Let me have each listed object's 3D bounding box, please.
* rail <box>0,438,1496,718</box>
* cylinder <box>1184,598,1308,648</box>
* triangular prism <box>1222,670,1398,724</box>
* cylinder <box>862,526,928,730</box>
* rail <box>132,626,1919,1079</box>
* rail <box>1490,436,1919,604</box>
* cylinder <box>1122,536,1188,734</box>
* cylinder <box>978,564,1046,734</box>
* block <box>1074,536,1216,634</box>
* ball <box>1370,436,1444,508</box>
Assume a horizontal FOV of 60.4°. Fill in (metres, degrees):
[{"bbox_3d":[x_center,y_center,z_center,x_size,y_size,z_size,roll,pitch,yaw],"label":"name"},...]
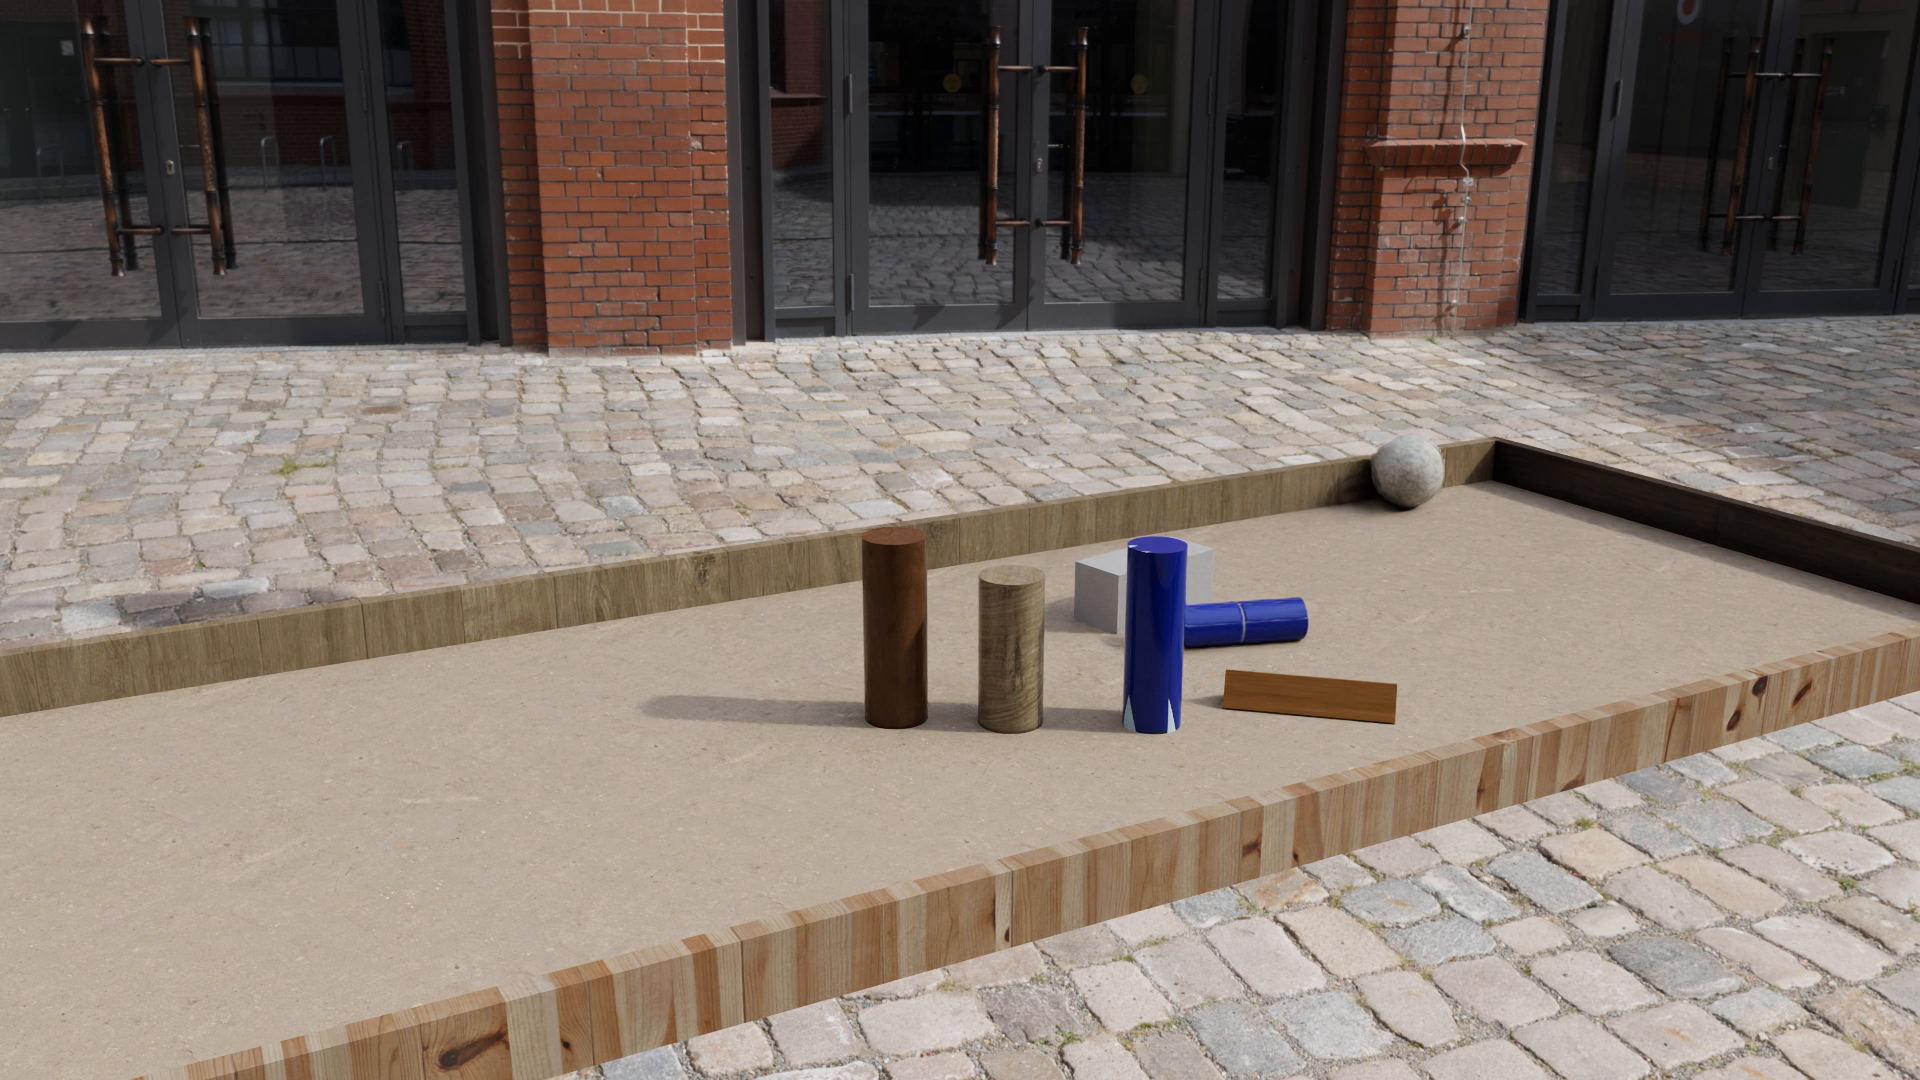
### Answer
[{"bbox_3d":[-3.305,0.497,3.399,12.000,0.150,0.050,-9,18,-27],"label":"rail"},{"bbox_3d":[0.717,0.221,4.403,0.403,0.112,0.112,-3,17,-11],"label":"cylinder"},{"bbox_3d":[0.838,0.366,3.955,0.402,0.083,0.095,4,17,13],"label":"triangular prism"},{"bbox_3d":[-0.151,0.206,3.859,0.151,0.449,0.151,0,16,0],"label":"cylinder"},{"bbox_3d":[-2.336,1.006,1.665,12.000,0.150,0.050,-9,18,-27],"label":"rail"},{"bbox_3d":[2.466,-0.048,5.253,0.050,0.150,2.100,-9,18,-27],"label":"rail"},{"bbox_3d":[0.451,0.221,3.826,0.137,0.438,0.137,0,16,0],"label":"cylinder"},{"bbox_3d":[0.119,0.254,3.846,0.154,0.363,0.154,0,16,0],"label":"cylinder"},{"bbox_3d":[0.520,0.123,4.637,0.386,0.168,0.168,-13,21,-38],"label":"block"},{"bbox_3d":[1.552,-0.237,5.724,0.247,0.247,0.247,0,16,0],"label":"ball"}]
